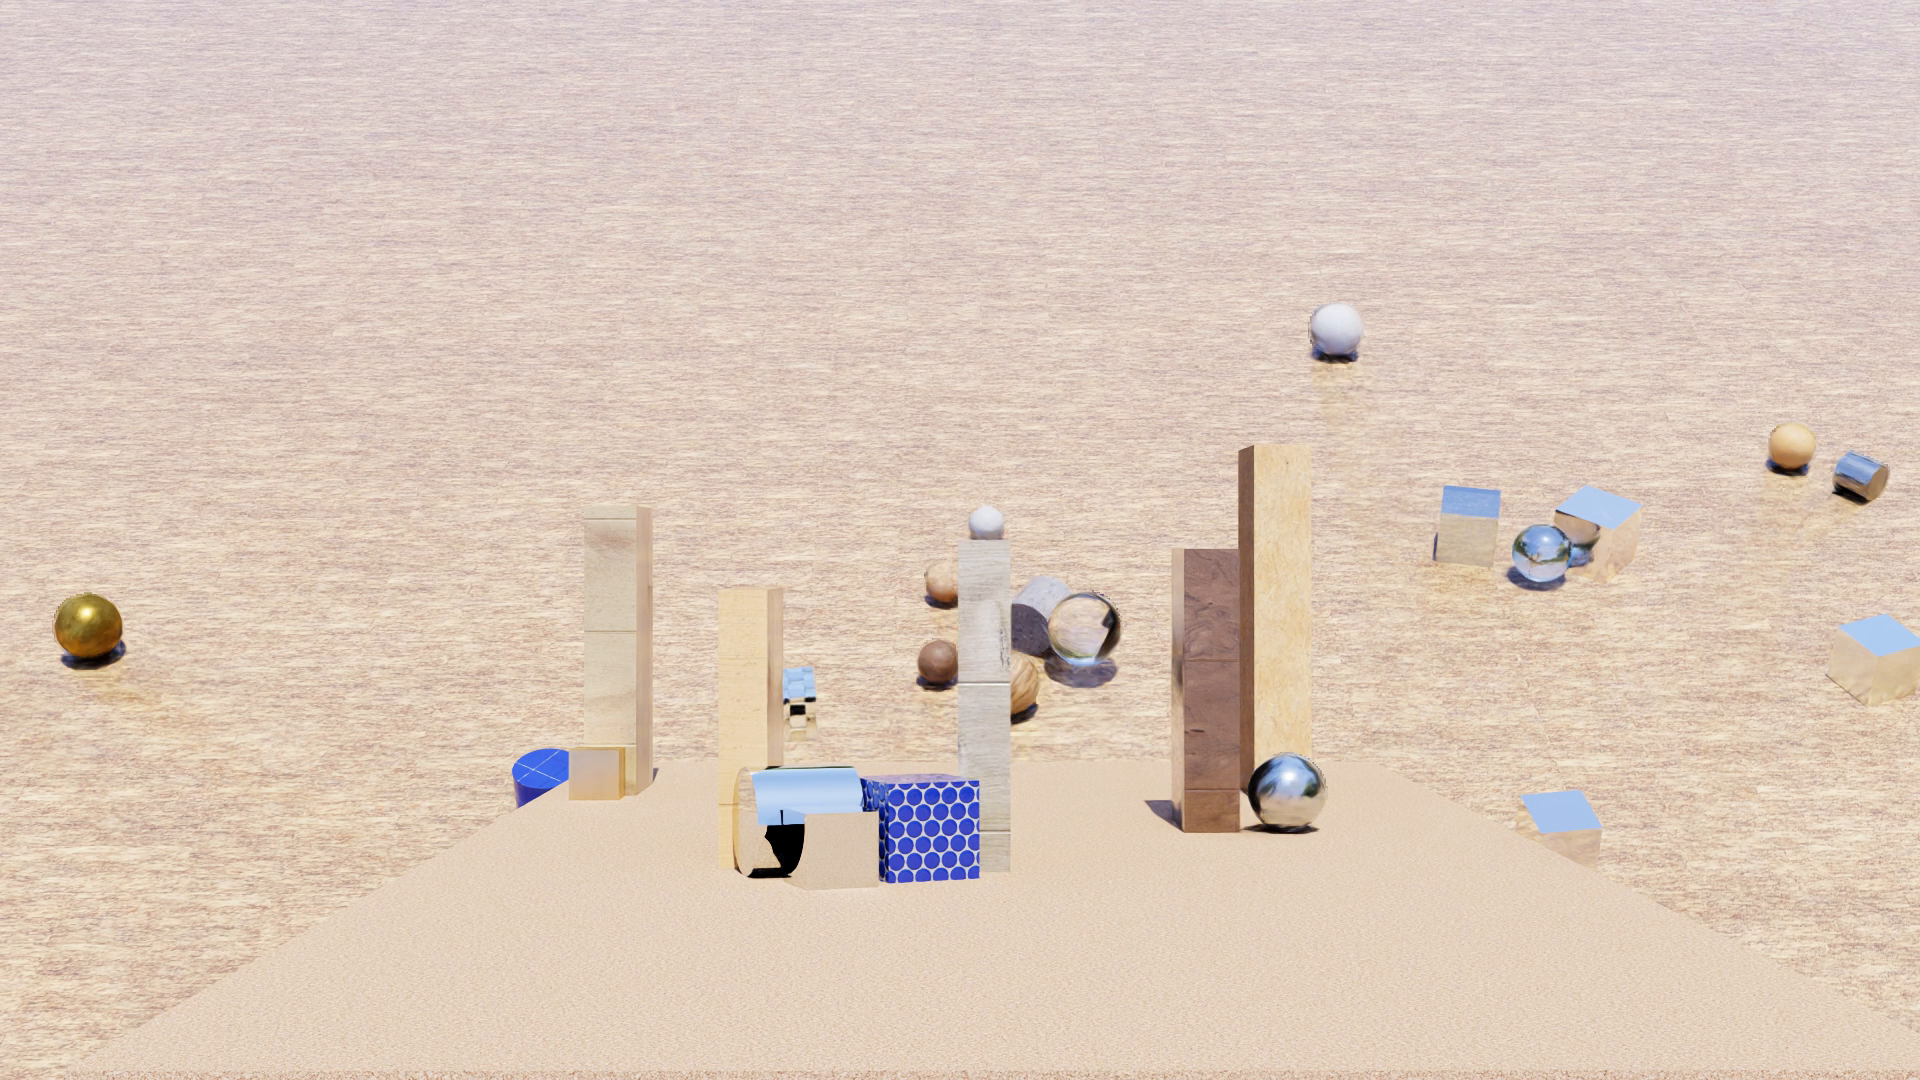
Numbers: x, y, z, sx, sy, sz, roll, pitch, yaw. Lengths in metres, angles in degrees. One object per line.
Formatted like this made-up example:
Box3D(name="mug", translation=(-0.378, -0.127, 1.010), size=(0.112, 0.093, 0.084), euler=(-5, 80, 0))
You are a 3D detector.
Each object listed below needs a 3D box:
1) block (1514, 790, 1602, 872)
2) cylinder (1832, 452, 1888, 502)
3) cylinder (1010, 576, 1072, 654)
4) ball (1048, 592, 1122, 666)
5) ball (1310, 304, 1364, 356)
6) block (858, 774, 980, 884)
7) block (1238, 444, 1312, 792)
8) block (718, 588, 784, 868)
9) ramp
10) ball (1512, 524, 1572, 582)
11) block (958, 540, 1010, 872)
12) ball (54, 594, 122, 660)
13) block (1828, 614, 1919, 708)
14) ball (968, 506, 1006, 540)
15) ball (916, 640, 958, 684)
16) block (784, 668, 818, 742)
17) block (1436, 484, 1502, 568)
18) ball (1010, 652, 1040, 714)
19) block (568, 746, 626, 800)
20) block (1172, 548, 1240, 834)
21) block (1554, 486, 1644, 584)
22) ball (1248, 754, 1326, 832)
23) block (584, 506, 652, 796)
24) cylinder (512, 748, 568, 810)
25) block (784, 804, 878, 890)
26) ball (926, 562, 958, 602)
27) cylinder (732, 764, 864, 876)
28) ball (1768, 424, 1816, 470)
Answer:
Box3D(name="block", translation=(1.482, 0.737, 6.423), size=(0.158, 0.158, 0.158), euler=(-4, 31, -7))
Box3D(name="cylinder", translation=(2.788, -0.196, 8.019), size=(0.118, 0.118, 0.118), euler=(-24, 38, -34))
Box3D(name="cylinder", translation=(0.222, 0.213, 7.292), size=(0.163, 0.163, 0.163), euler=(16, 34, 24))
Box3D(name="ball", translation=(0.343, 0.246, 7.138), size=(0.205, 0.205, 0.205), euler=(0, 31, 0))
Box3D(name="ball", translation=(1.286, -0.716, 8.829), size=(0.180, 0.180, 0.180), euler=(0, 31, 0))
Box3D(name="block", translation=(-0.075, 0.478, 4.317), size=(0.162, 0.162, 0.162), euler=(0, 0, -24))
Box3D(name="block", translation=(0.708, 0.180, 5.840), size=(0.125, 0.776, 0.327), euler=(0, 0, 0))
Box3D(name="block", translation=(-0.371, 0.324, 4.624), size=(0.083, 0.475, 0.407), euler=(0, 0, 0))
Box3D(name="ramp", translation=(0.069, 0.611, 4.683), size=(2.000, 0.100, 4.000), euler=(0, 0, 0))
Box3D(name="ball", translation=(1.703, 0.037, 7.577), size=(0.173, 0.173, 0.173), euler=(0, 31, 0))
Box3D(name="block", translation=(0.041, 0.281, 4.543), size=(0.089, 0.559, 0.371), euler=(0, 0, 0))
Box3D(name="ball", translation=(-2.430, 0.243, 7.226), size=(0.180, 0.180, 0.180), euler=(0, 31, 0))
Box3D(name="block", translation=(2.512, 0.329, 7.096), size=(0.165, 0.165, 0.165), euler=(-12, 33, -20))
Box3D(name="ball", translation=(0.081, -0.046, 7.777), size=(0.111, 0.111, 0.111), euler=(0, 31, 0))
Box3D(name="ball", translation=(-0.059, 0.336, 7.128), size=(0.120, 0.120, 0.120), euler=(0, 31, 0))
Box3D(name="block", translation=(-0.458, 0.442, 6.931), size=(0.142, 0.142, 0.142), euler=(-3, 31, -5))
Box3D(name="block", translation=(1.514, -0.041, 7.711), size=(0.169, 0.169, 0.169), euler=(6, 31, 10))
Box3D(name="ball", translation=(0.131, 0.387, 6.995), size=(0.171, 0.171, 0.171), euler=(0, 31, 0))
Box3D(name="block", translation=(-0.798, 0.513, 5.695), size=(0.109, 0.109, 0.109), euler=(0, 0, 0))
Box3D(name="block", translation=(0.484, 0.290, 5.118), size=(0.107, 0.547, 0.294), euler=(0, 0, 0))
Box3D(name="block", translation=(1.878, -0.017, 7.652), size=(0.187, 0.187, 0.187), euler=(23, 38, 33))
Box3D(name="ball", translation=(0.631, 0.488, 5.001), size=(0.149, 0.149, 0.149), euler=(0, 31, 0))
Box3D(name="block", translation=(-0.777, 0.247, 5.907), size=(0.116, 0.643, 0.312), euler=(0, 0, 0))
Box3D(name="cylinder", translation=(-1.042, 0.647, 6.560), size=(0.170, 0.170, 0.170), euler=(0, 31, 0))
Box3D(name="block", translation=(-0.210, 0.498, 4.200), size=(0.122, 0.122, 0.122), euler=(0, 0, -22))
Box3D(name="ball", translation=(-0.042, 0.122, 7.489), size=(0.117, 0.117, 0.117), euler=(0, 31, 0))
Box3D(name="cylinder", translation=(-0.272, 0.469, 4.343), size=(0.182, 0.182, 0.182), euler=(0, 30, -18))
Box3D(name="ball", translation=(2.623, -0.293, 8.158), size=(0.143, 0.143, 0.143), euler=(0, 31, 0))
